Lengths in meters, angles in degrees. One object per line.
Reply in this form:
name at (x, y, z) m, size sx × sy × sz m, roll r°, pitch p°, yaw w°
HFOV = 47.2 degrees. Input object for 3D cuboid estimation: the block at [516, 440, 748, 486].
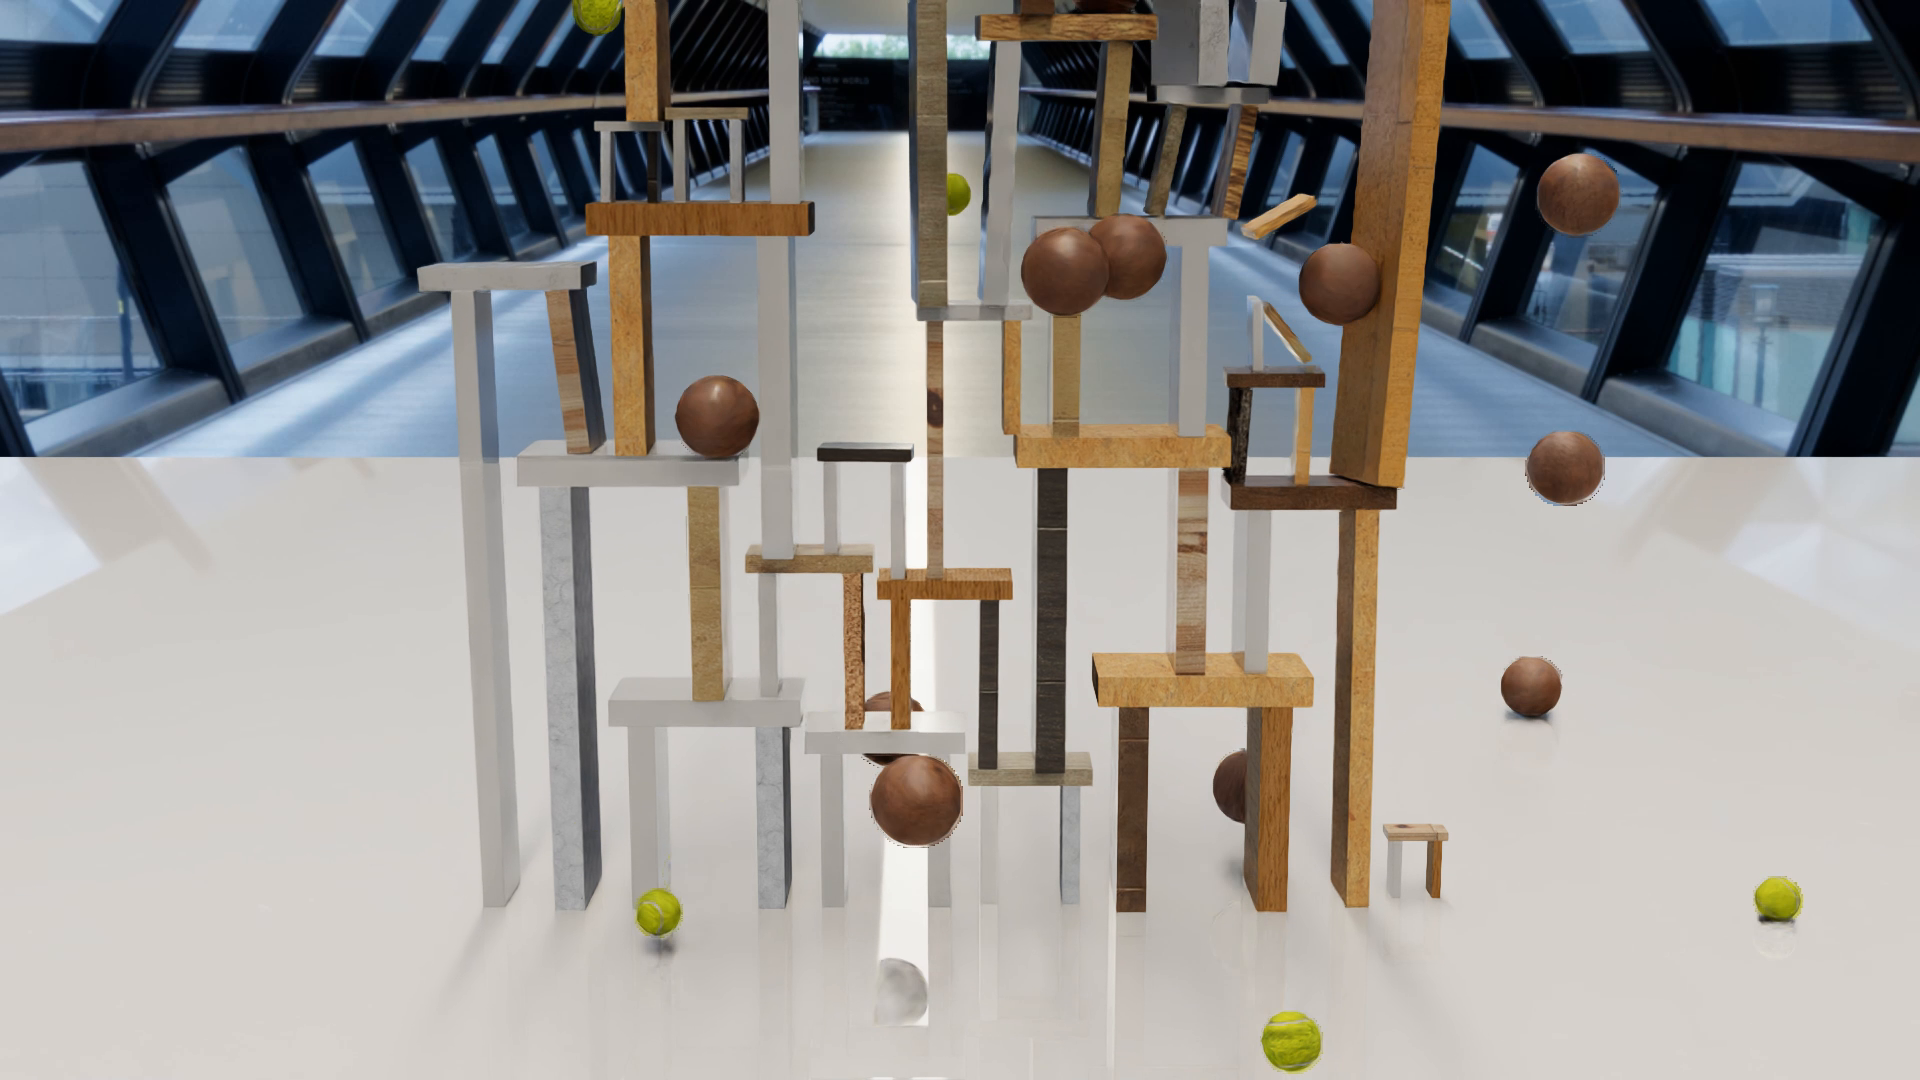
block at (-0.522, -0.124, 3.541) m, size 0.348 × 0.049 × 0.174 m, roll 0°, pitch 11°, yaw 0°

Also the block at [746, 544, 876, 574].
block at (-0.241, 0.030, 3.563) m, size 0.203 × 0.029 × 0.102 m, roll 0°, pitch 11°, yaw 0°

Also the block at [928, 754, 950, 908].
block at (-0.034, 0.462, 3.645) m, size 0.037 × 0.260 × 0.130 m, roll 0°, pitch 11°, yaw 0°

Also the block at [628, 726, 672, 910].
block at (-0.514, 0.438, 3.643) m, size 0.044 × 0.309 × 0.154 m, roll 0°, pitch 11°, yaw 0°

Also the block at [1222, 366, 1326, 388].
block at (0.501, -0.261, 3.513) m, size 0.155 × 0.022 × 0.077 m, roll 0°, pitch 13°, yaw 2°

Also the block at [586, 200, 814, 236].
block at (-0.405, -0.508, 3.464) m, size 0.342 × 0.048 × 0.171 m, roll 0°, pitch 11°, yaw 0°

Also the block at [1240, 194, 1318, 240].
block at (0.504, -0.512, 3.473) m, size 0.112 × 0.016 × 0.056 m, roll -30°, pitch 19°, yaw -5°

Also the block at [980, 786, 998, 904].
block at (0.048, 0.491, 3.649) m, size 0.029 × 0.203 × 0.101 m, roll 0°, pitch 10°, yaw 0°

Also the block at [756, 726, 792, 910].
block at (-0.308, 0.438, 3.643) m, size 0.044 × 0.309 × 0.154 m, roll 0°, pitch 11°, yaw 0°

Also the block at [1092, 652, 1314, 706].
block at (0.393, 0.228, 3.600) m, size 0.344 × 0.049 × 0.172 m, roll 0°, pitch 10°, yaw 0°

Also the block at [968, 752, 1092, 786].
block at (0.115, 0.377, 3.627) m, size 0.203 × 0.029 × 0.101 m, roll 0°, pitch 10°, yaw 0°

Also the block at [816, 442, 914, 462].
block at (-0.150, -0.141, 3.527) m, size 0.149 × 0.021 × 0.075 m, roll 1°, pitch 11°, yaw 3°

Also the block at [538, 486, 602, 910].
block at (-0.637, 0.244, 3.610) m, size 0.049 × 0.701 × 0.174 m, roll 0°, pitch 11°, yaw 0°

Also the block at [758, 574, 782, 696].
block at (-0.308, 0.144, 3.585) m, size 0.029 × 0.203 × 0.102 m, roll 0°, pitch 11°, yaw 0°

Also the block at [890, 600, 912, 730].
block at (-0.096, 0.192, 3.595) m, size 0.031 × 0.216 × 0.108 m, roll 0°, pitch 11°, yaw 0°

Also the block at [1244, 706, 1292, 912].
block at (0.508, 0.421, 3.635) m, size 0.049 × 0.344 × 0.172 m, roll 0°, pitch 10°, yaw 0°

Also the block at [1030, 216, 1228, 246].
block at (0.264, -0.489, 3.473) m, size 0.298 × 0.042 × 0.149 m, roll 0°, pitch 10°, yaw -1°

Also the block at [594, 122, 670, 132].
block at (-0.514, -0.648, 3.443) m, size 0.109 × 0.015 × 0.054 m, roll 1°, pitch 11°, yaw 1°

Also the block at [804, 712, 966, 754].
block at (-0.121, 0.316, 3.617) m, size 0.260 × 0.037 × 0.130 m, roll 0°, pitch 11°, yaw 0°

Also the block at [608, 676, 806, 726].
block at (-0.411, 0.265, 3.611) m, size 0.309 × 0.044 × 0.154 m, roll 0°, pitch 11°, yaw 0°

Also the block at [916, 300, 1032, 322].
block at (0.020, -0.365, 3.492) m, size 0.181 × 0.026 × 0.090 m, roll -1°, pitch 11°, yaw -3°

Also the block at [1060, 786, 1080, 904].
block at (0.182, 0.491, 3.648) m, size 0.029 × 0.203 × 0.101 m, roll 0°, pitch 11°, yaw 0°

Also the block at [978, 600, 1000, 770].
block at (0.047, 0.224, 3.600) m, size 0.031 × 0.282 × 0.108 m, roll 0°, pitch 11°, yaw 0°

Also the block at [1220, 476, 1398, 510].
block at (0.561, -0.077, 3.554) m, size 0.265 × 0.037 × 0.132 m, roll 0°, pitch 10°, yaw 0°

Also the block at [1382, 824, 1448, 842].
block at (0.756, 0.485, 3.652) m, size 0.099 × 0.014 × 0.050 m, roll 0°, pitch 11°, yaw 0°

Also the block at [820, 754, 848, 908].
block at (-0.208, 0.462, 3.645) m, size 0.037 × 0.260 × 0.130 m, roll 0°, pitch 11°, yaw 0°

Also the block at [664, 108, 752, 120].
block at (-0.393, -0.666, 3.433) m, size 0.128 × 0.018 × 0.064 m, roll 0°, pitch 11°, yaw -1°

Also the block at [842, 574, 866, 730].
block at (-0.173, 0.171, 3.589) m, size 0.029 × 0.259 × 0.102 m, roll 0°, pitch 11°, yaw 0°

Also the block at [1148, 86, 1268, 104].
block at (0.388, -0.697, 3.444) m, size 0.175 × 0.025 × 0.088 m, roll 0°, pitch 11°, yaw -4°

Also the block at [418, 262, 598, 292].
block at (-0.715, -0.419, 3.487) m, size 0.256 × 0.036 × 0.128 m, roll 0°, pitch 11°, yaw 2°

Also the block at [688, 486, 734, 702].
block at (-0.405, 0.071, 3.578) m, size 0.049 × 0.348 × 0.174 m, roll 0°, pitch 11°, yaw -1°

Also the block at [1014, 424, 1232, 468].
block at (0.257, -0.152, 3.539) m, size 0.337 × 0.048 × 0.168 m, roll 0°, pitch 10°, yaw -1°

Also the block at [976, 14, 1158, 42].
block at (0.162, -0.794, 3.407) m, size 0.268 × 0.038 × 0.134 m, roll -1°, pitch 12°, yaw -4°

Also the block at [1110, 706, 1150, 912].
block at (0.279, 0.421, 3.635) m, size 0.049 × 0.344 × 0.172 m, roll 0°, pitch 10°, yaw 0°

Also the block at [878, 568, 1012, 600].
block at (-0.024, 0.071, 3.571) m, size 0.216 × 0.031 × 0.108 m, roll 0°, pitch 11°, yaw 0°
